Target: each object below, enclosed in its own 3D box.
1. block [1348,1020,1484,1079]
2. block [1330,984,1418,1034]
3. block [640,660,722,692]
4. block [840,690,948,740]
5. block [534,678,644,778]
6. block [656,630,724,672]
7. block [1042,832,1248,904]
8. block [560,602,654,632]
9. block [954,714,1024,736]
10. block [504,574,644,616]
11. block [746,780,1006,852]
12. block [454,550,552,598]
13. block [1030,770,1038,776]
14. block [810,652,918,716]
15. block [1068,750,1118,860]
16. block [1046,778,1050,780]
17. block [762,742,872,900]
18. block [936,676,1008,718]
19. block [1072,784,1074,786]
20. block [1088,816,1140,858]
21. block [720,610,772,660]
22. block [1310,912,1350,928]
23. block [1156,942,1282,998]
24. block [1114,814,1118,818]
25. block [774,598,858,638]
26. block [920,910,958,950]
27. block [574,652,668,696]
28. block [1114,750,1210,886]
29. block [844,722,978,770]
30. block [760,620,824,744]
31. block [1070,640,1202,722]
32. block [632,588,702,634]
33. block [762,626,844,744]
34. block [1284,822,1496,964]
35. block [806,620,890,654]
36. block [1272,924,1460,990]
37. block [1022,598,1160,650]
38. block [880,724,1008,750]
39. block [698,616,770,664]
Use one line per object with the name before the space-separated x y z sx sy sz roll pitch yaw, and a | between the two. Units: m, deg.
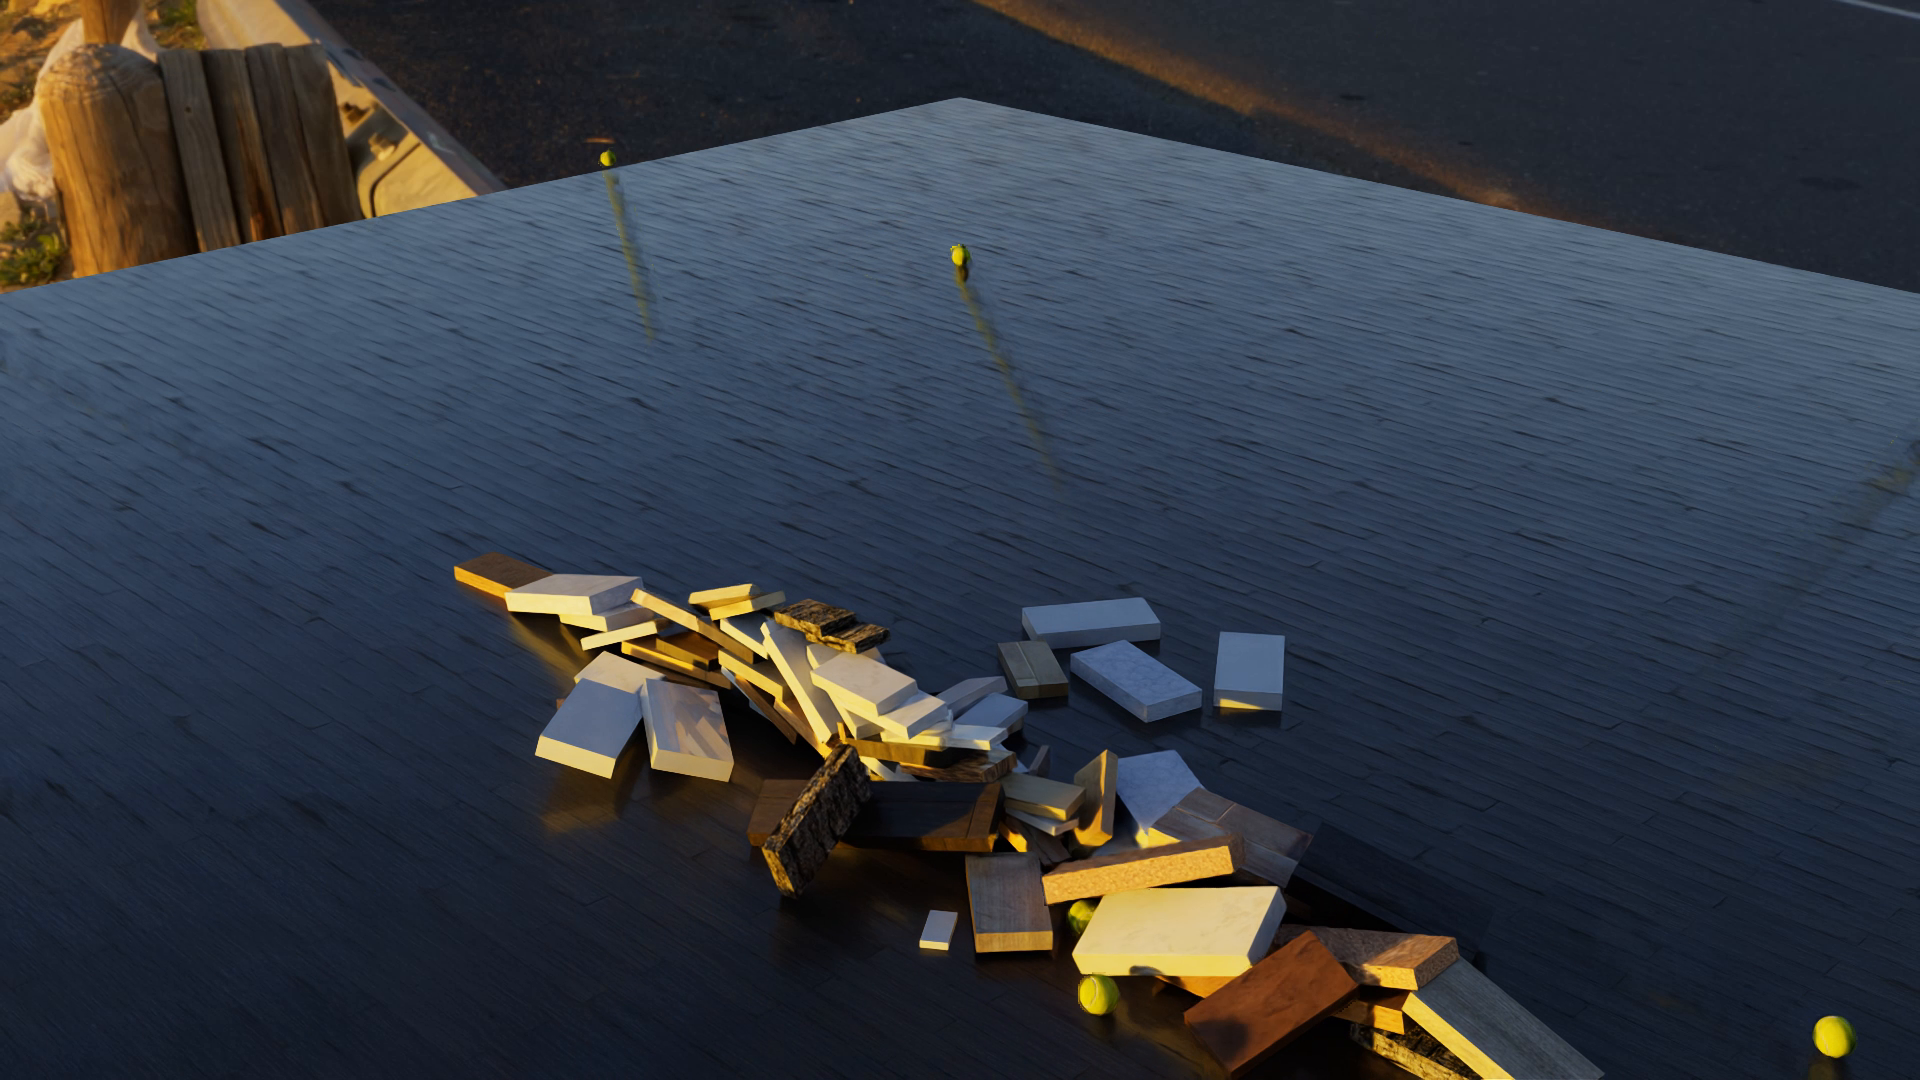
block | 0.821 0.854 3.694 0.299 0.042 0.149 21 31 40
block | 0.683 0.772 3.803 0.149 0.042 0.299 -22 18 -41
block | -0.633 0.308 4.998 0.200 0.028 0.100 9 25 21
block | -0.135 0.332 4.437 0.107 0.030 0.214 -30 34 -32
block | -0.774 0.396 4.675 0.163 0.046 0.327 17 19 0
block | -0.592 0.251 4.983 0.095 0.027 0.190 -13 22 -43
block | 0.340 0.600 4.026 0.346 0.049 0.173 -12 -3 15
block | -0.841 0.174 5.224 0.126 0.036 0.251 -16 13 -33
block | 0.019 0.412 4.747 0.114 0.032 0.229 19 30 38
block | -0.927 0.130 5.287 0.327 0.046 0.163 1 17 42
block | -0.165 0.537 4.299 0.495 0.039 0.139 -1 43 18
block | -1.131 0.094 5.494 0.251 0.036 0.126 18 29 36
block | 0.145 0.518 4.408 0.015 0.103 0.052 3 23 7
block | -0.196 0.289 4.472 0.107 0.030 0.214 -30 34 -32
block | 0.261 0.521 4.323 0.029 0.104 0.208 32 39 -20
block | 0.169 0.522 4.507 0.067 0.019 0.133 -8 24 -18
block | -0.271 0.535 4.201 0.039 0.139 0.277 13 49 30
block | -0.041 0.367 4.799 0.114 0.032 0.314 -9 11 44
block | 0.206 0.535 4.419 0.058 0.016 0.116 -4 34 30
block | 0.291 0.575 4.369 0.104 0.029 0.260 -3 23 -8
block | -0.436 0.205 4.797 0.089 0.025 0.177 -16 30 -37
block | 0.726 0.668 4.124 0.175 0.049 0.349 -21 30 -40
block | 0.465 0.742 3.833 0.131 0.037 0.263 -44 30 -23
block | 0.313 0.528 4.420 0.058 0.016 0.116 -19 29 -37
block | -0.308 0.165 4.673 0.090 0.026 0.181 -20 20 -33
block | -0.039 0.718 4.050 0.052 0.015 0.104 4 23 9
block | -0.761 0.317 4.942 0.200 0.028 0.100 17 46 35
block | 0.413 0.541 4.323 0.175 0.049 0.349 -8 31 -18
block | -0.091 0.407 4.466 0.264 0.037 0.132 4 21 40
block | -0.321 0.293 4.688 0.089 0.025 0.296 -13 61 -35
block | 0.395 0.316 4.961 0.150 0.043 0.301 -13 26 -28
block | -0.602 0.191 5.039 0.315 0.030 0.105 23 -2 26
block | -0.293 0.295 4.658 0.132 0.037 0.264 -18 65 -37
block | 0.781 0.653 3.987 0.347 0.049 0.173 26 37 15
block | -0.236 0.198 4.615 0.090 0.026 0.181 -22 21 -35
block | 0.649 0.719 3.817 0.424 0.037 0.131 -5 12 46
block | 0.312 0.199 5.238 0.301 0.043 0.150 -5 23 -11
block | -0.032 0.388 4.390 0.264 0.019 0.067 1 19 35
block | -0.475 0.211 4.852 0.105 0.030 0.210 -17 29 -37
